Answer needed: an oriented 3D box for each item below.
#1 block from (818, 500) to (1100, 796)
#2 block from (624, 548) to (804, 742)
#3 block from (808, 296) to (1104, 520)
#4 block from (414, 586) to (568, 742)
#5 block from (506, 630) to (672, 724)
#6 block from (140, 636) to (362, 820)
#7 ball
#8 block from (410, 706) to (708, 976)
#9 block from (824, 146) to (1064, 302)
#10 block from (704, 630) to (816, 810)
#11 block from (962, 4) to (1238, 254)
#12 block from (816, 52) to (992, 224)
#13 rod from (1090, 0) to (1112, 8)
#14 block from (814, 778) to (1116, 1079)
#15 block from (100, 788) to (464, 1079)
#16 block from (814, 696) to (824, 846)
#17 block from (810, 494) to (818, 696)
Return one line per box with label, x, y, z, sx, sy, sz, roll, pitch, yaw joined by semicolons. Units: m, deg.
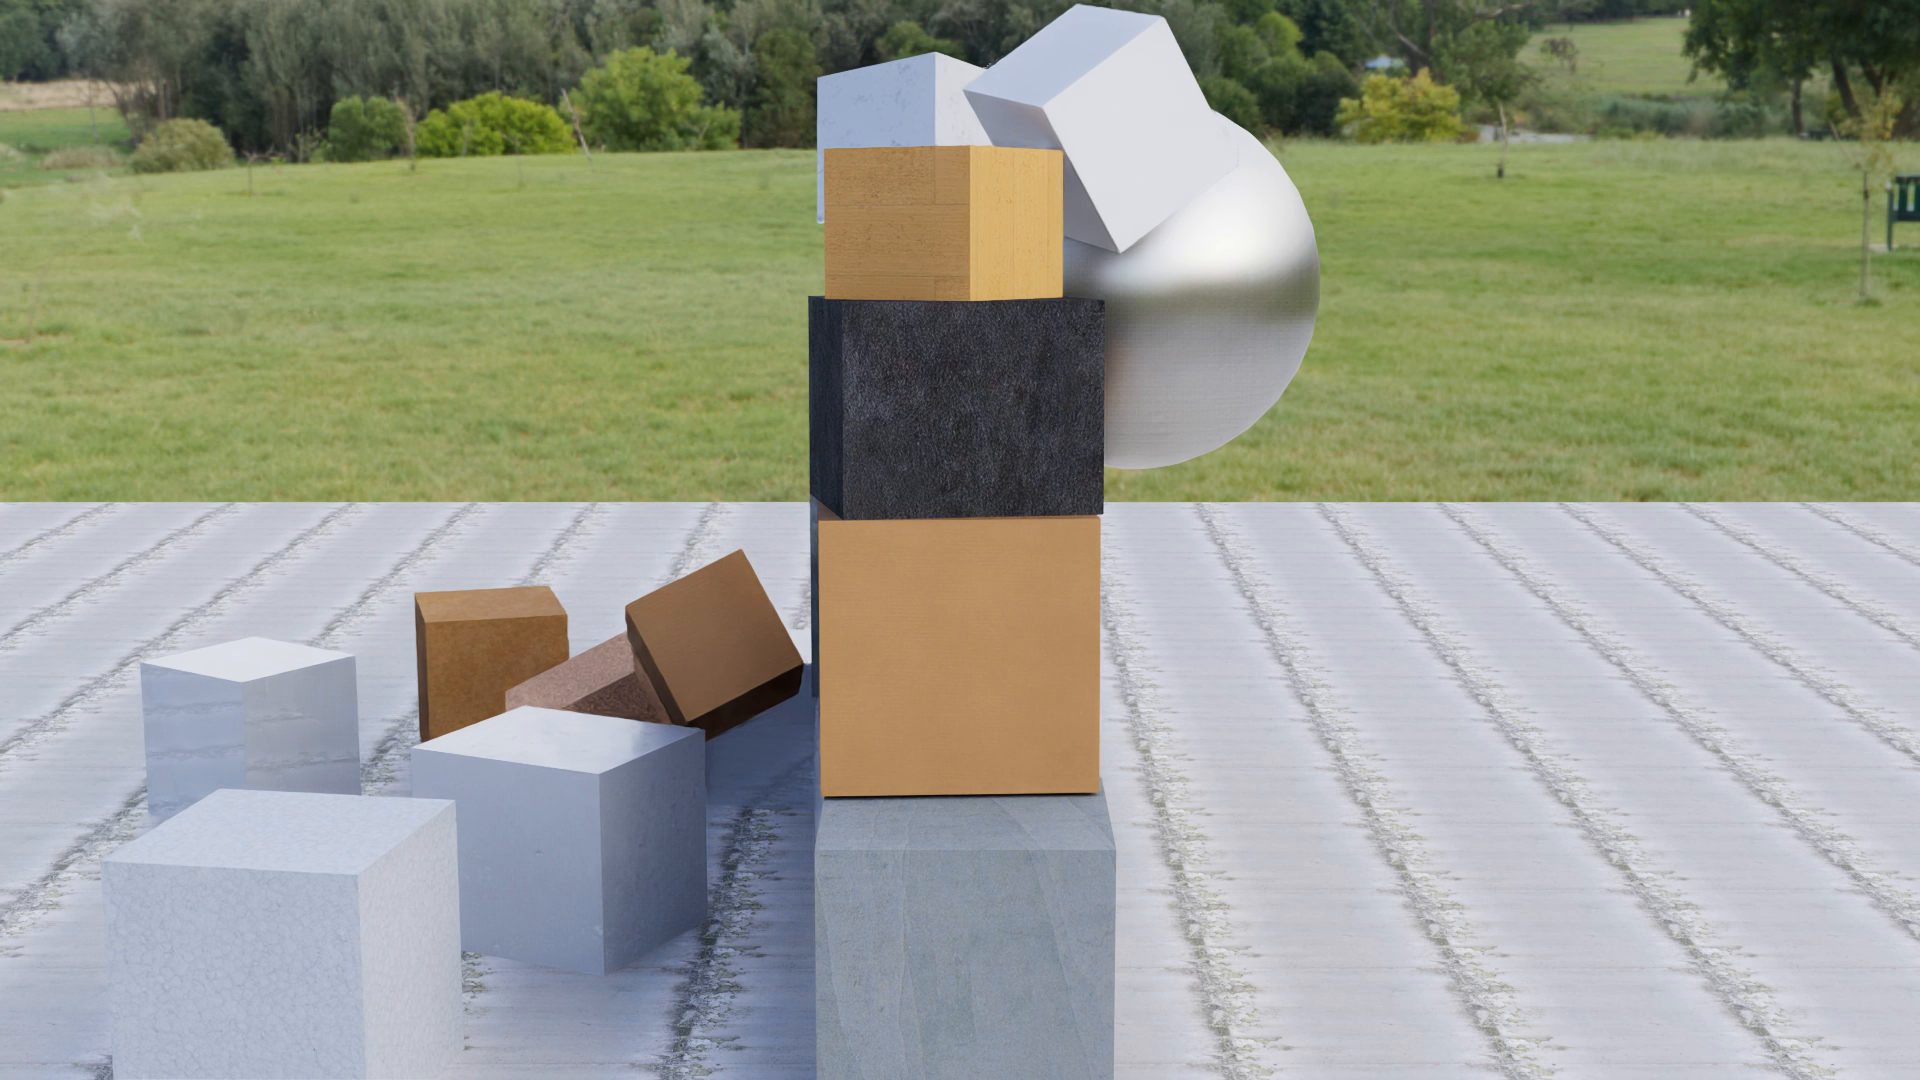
block;-0.030;0.353;9.539;0.988;0.976;1.058;0;7;-3
block;-1.054;0.475;10.998;0.549;0.564;0.565;-27;-12;-13
block;-0.034;-0.511;9.452;0.933;0.759;0.948;-1;7;-10
block;-2.453;0.716;13.439;0.714;0.784;0.787;-3;11;-16
block;-1.640;0.936;11.793;0.638;0.682;0.656;-27;17;-2
block;-3.402;0.935;12.330;0.728;0.749;0.687;7;12;34
ball;0.738;-1.103;10.980;1.600;1.600;1.600;0;10;0
block;-1.639;1.216;10.571;0.909;0.824;0.776;5;11;26
block;-0.054;-1.151;9.343;0.613;0.537;0.658;4;8;31
block;-0.999;0.872;12.747;0.860;0.723;0.739;2;10;8
block;0.531;-1.586;9.827;0.590;0.657;0.665;-38;28;-12
block;-0.176;-1.907;12.643;0.740;0.723;0.757;-4;-6;38
rod;0.320;-4.423;10.376;0.080;5.200;0.080;-7;10;1
block;0.018;1.424;9.008;0.998;0.974;0.892;0;10;0
block;-2.325;1.458;8.919;0.899;0.940;0.885;2;10;9
block;-0.036;1.143;10.773;1.133;0.896;0.987;0;10;-2
block;-0.153;0.081;11.268;1.004;1.023;0.918;-1;9;-3
